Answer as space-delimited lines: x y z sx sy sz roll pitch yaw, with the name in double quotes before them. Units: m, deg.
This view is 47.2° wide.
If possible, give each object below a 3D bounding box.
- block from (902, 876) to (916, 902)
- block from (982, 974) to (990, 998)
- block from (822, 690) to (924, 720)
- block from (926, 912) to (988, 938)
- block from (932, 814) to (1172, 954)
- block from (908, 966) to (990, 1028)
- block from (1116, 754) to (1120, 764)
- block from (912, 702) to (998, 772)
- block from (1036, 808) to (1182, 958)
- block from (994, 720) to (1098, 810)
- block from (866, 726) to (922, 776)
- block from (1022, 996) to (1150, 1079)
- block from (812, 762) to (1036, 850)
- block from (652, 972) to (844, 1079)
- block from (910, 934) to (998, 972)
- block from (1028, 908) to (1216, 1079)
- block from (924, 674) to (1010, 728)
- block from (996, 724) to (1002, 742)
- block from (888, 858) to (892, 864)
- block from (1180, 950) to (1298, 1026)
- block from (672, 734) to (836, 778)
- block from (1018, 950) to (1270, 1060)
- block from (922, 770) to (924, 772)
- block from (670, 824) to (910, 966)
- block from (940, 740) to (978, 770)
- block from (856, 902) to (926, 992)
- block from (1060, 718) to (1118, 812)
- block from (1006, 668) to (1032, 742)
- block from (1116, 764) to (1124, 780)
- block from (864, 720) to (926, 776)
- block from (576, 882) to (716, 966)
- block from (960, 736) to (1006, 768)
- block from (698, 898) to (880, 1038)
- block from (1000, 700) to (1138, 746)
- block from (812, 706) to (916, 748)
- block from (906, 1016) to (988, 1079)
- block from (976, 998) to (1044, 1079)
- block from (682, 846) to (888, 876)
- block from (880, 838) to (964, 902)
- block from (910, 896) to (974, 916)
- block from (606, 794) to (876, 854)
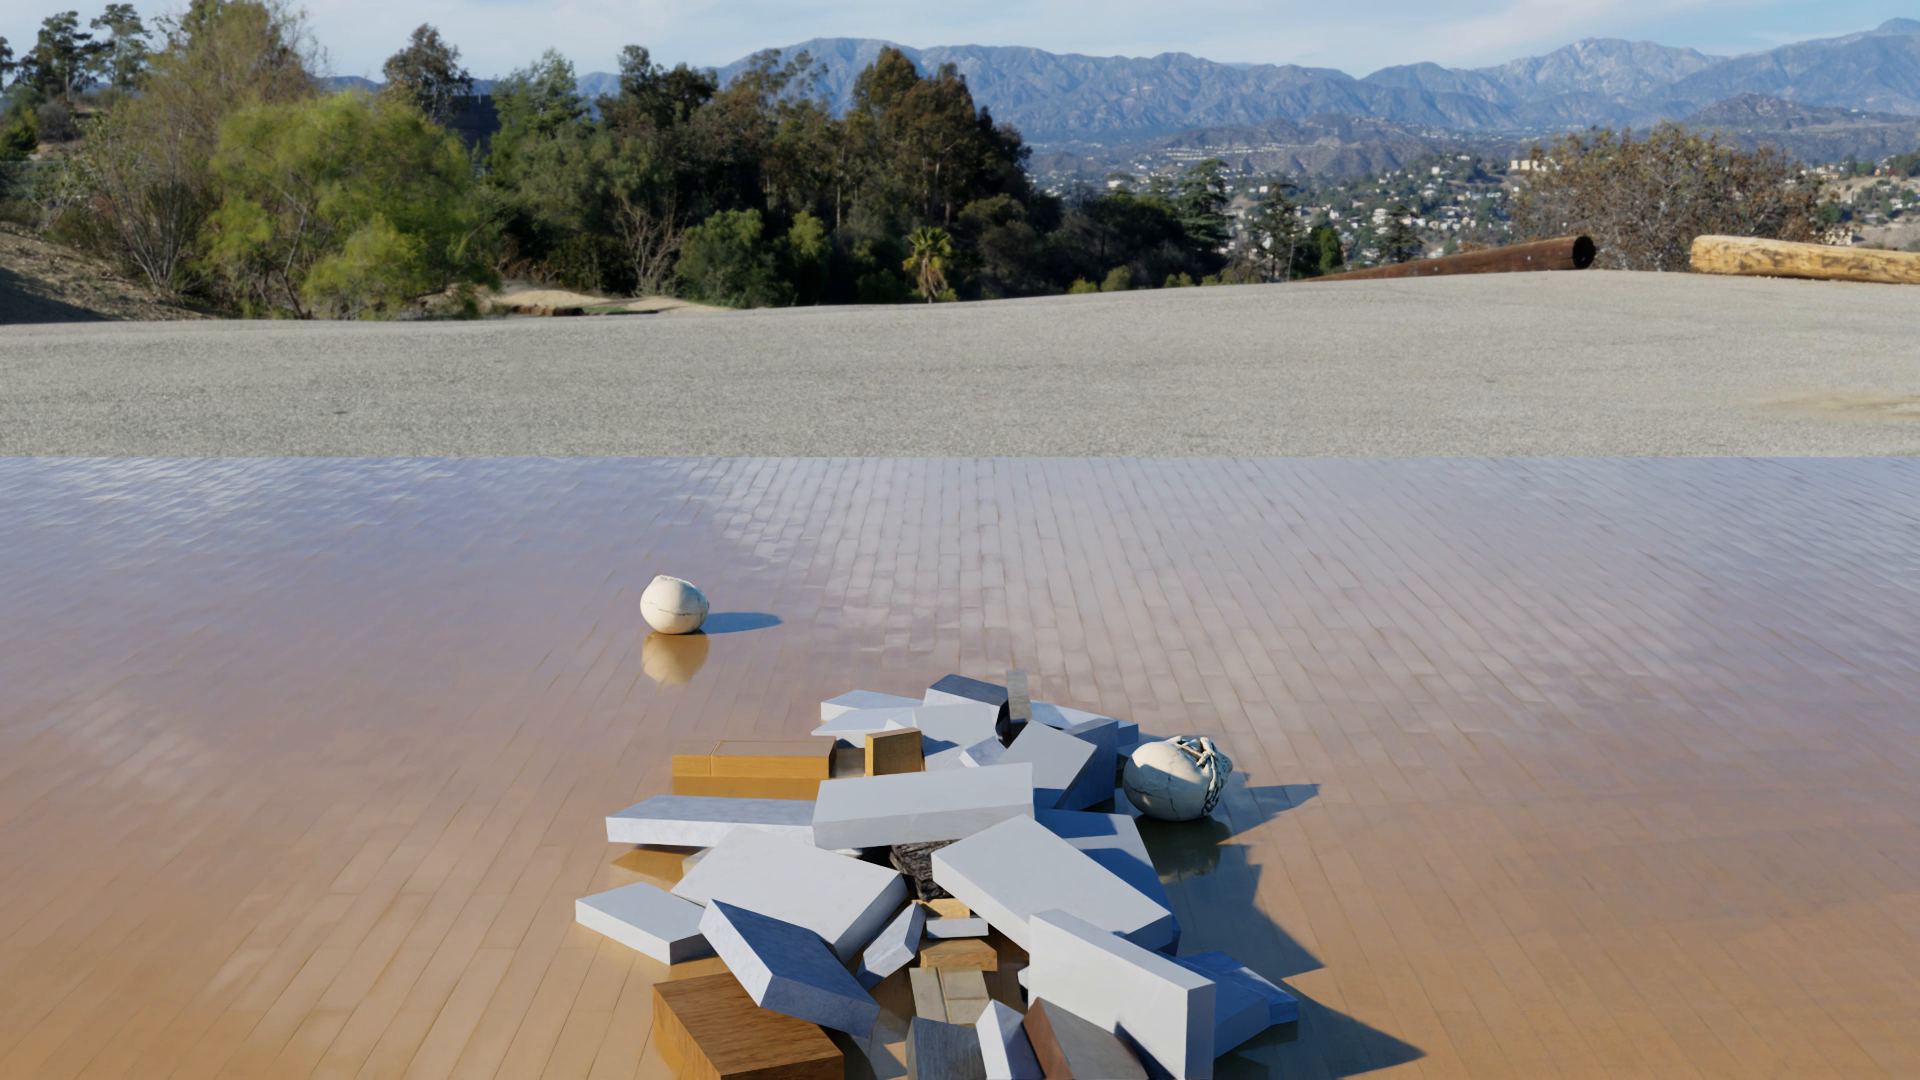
"block" -0.152 0.578 3.667 0.162 0.023 0.081 1 10 3
"block" -0.010 0.669 3.165 0.104 0.029 0.208 -1 11 -6
"block" -0.150 0.373 4.735 0.270 0.038 0.135 7 13 32
"block" -0.006 0.596 3.417 0.092 0.026 0.184 -3 -6 -2
"block" 0.133 0.535 3.298 0.179 0.051 0.357 -19 29 -31
"block" -0.013 0.653 3.090 0.104 0.029 0.208 -1 11 -5
"block" 0.247 0.443 4.410 0.135 0.019 0.068 -7 12 -32
"block" 0.001 0.386 3.986 0.140 0.040 0.281 -3 26 -7
"block" 0.220 0.542 3.502 0.179 0.051 0.357 6 21 -11
"block" 0.127 0.413 3.800 0.130 0.037 0.259 21 34 17
"block" -0.119 0.440 3.935 0.099 0.198 0.028 -6 13 -30
"block" 0.178 0.689 2.762 0.149 0.042 0.298 29 8 -16
"block" -0.056 0.438 3.620 0.357 0.051 0.179 -5 16 3
"block" -0.298 0.683 3.038 0.169 0.048 0.338 -4 11 -23
"block" -0.017 0.621 3.302 0.104 0.029 0.208 -2 -2 -11
"block" 0.213 0.632 2.978 0.048 0.169 0.338 -6 12 -34
"block" 0.024 0.323 4.465 0.147 0.042 0.399 14 2 6
"block" 0.029 0.389 4.498 0.109 0.031 0.219 0 11 -1
"block" -0.057 0.495 3.765 0.081 0.023 0.162 -7 28 29
"block" 0.390 0.658 3.218 0.107 0.030 0.213 -5 12 -24
"block" -0.409 0.432 4.402 0.309 0.044 0.154 1 11 3
"block" 0.257 0.652 3.124 0.169 0.048 0.338 -20 20 -34
"block" 0.002 0.459 4.012 0.140 0.040 0.281 0 28 0
"block" -0.274 0.561 3.501 0.365 0.048 0.169 9 40 40
"block" 0.019 0.401 3.885 0.069 0.020 0.139 14 29 26
"block" -0.103 0.614 3.330 0.092 0.026 0.184 -37 6 10
"block" 0.216 0.423 4.077 0.042 0.147 0.293 5 5 26
"block" 0.121 0.371 4.298 0.042 0.147 0.293 -6 16 1
"block" 0.248 0.458 4.325 0.135 0.019 0.068 -5 12 -24
"block" -0.136 0.432 3.999 0.028 0.198 0.099 25 -3 -31
"block" -0.482 0.605 3.486 0.130 0.037 0.259 -10 14 -42
"block" 0.082 0.418 3.844 0.081 0.023 0.162 -21 58 -45
"block" -0.251 0.614 3.169 0.169 0.048 0.338 22 1 -23
"block" 0.179 0.383 4.624 0.135 0.038 0.424 -8 11 -39
"block" -0.156 0.383 4.499 0.270 0.038 0.135 -6 13 35
"block" 0.019 0.727 2.697 0.149 0.042 0.535 13 10 -6
"block" 0.108 0.692 2.780 0.149 0.042 0.298 30 8 -11
"block" -0.294 0.545 3.698 0.309 0.044 0.154 -2 8 29
"block" -0.039 0.503 3.543 0.130 0.037 0.259 -11 16 -16
"block" -0.012 0.578 3.503 0.092 0.026 0.185 -4 -6 11
"block" -0.356 0.491 3.816 0.523 0.044 0.154 -2 8 29
